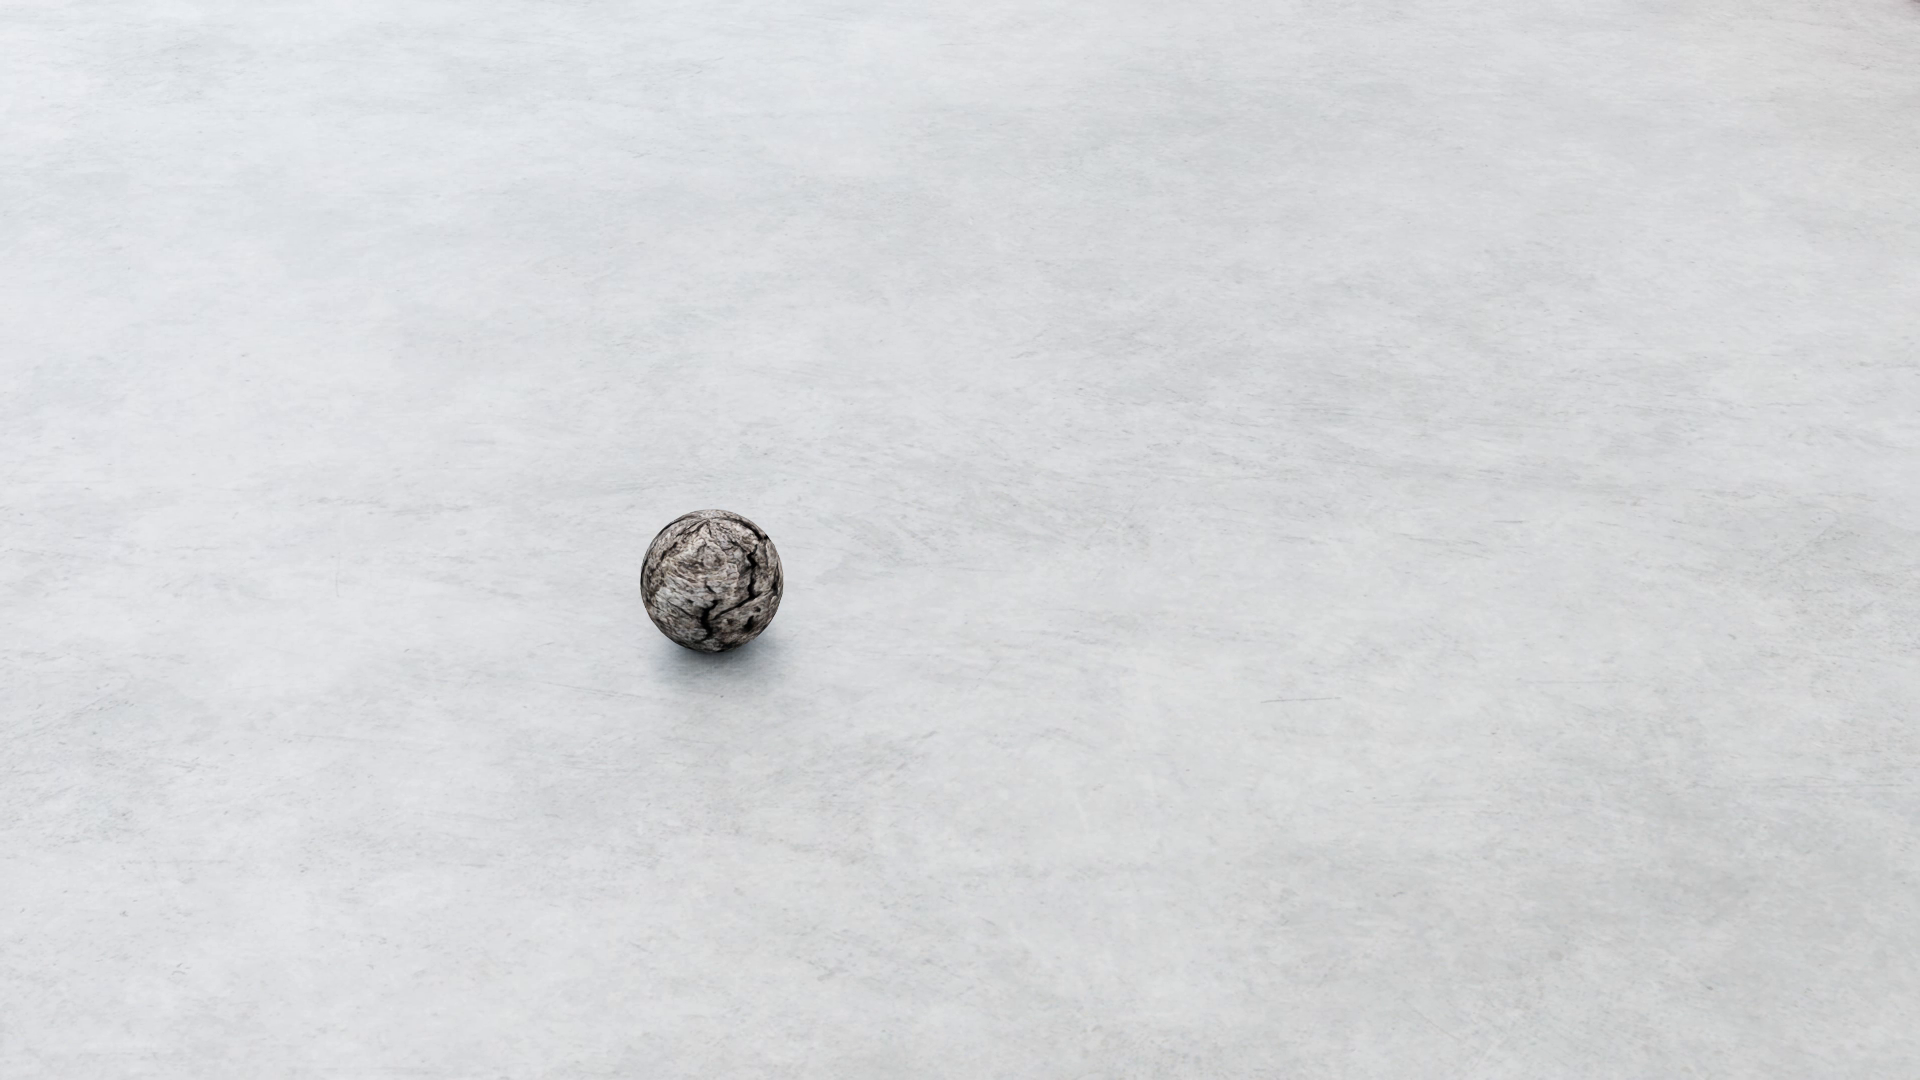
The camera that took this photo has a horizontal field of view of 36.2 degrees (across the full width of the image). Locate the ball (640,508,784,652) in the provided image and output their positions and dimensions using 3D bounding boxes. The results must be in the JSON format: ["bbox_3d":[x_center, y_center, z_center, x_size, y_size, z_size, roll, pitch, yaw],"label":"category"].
[{"bbox_3d":[-0.137,0.023,1.628,0.080,0.080,0.080,0,30,0],"label":"ball"}]
